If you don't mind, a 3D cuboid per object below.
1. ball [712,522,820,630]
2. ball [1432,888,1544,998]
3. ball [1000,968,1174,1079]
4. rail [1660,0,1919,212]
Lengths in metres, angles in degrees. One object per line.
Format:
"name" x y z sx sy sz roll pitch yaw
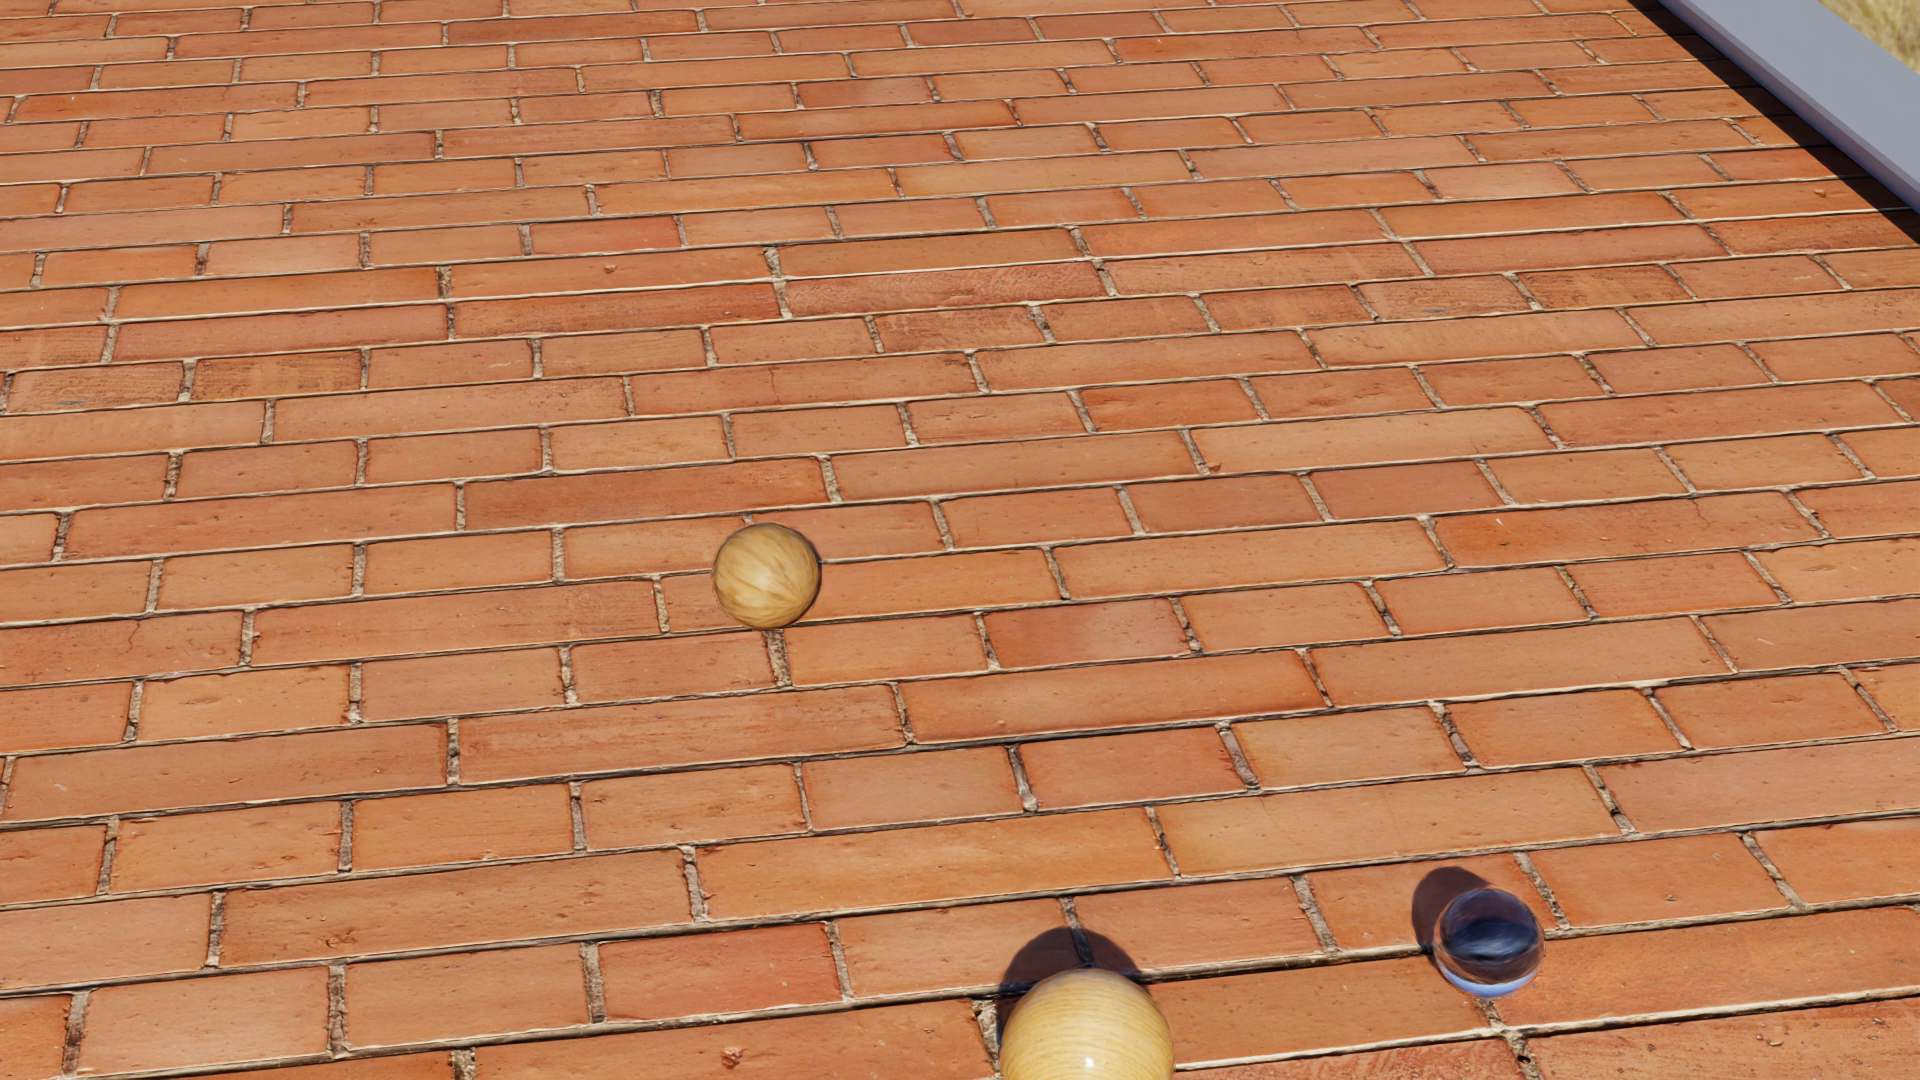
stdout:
"ball" -0.118 0.022 1.784 0.065 0.065 0.065 0 28 0
"ball" 0.262 0.200 1.459 0.054 0.054 0.054 0 28 0
"ball" 0.059 0.238 1.358 0.081 0.081 0.081 0 28 0
"rail" 0.705 -0.468 2.666 0.045 0.105 3.345 -4 28 -8
